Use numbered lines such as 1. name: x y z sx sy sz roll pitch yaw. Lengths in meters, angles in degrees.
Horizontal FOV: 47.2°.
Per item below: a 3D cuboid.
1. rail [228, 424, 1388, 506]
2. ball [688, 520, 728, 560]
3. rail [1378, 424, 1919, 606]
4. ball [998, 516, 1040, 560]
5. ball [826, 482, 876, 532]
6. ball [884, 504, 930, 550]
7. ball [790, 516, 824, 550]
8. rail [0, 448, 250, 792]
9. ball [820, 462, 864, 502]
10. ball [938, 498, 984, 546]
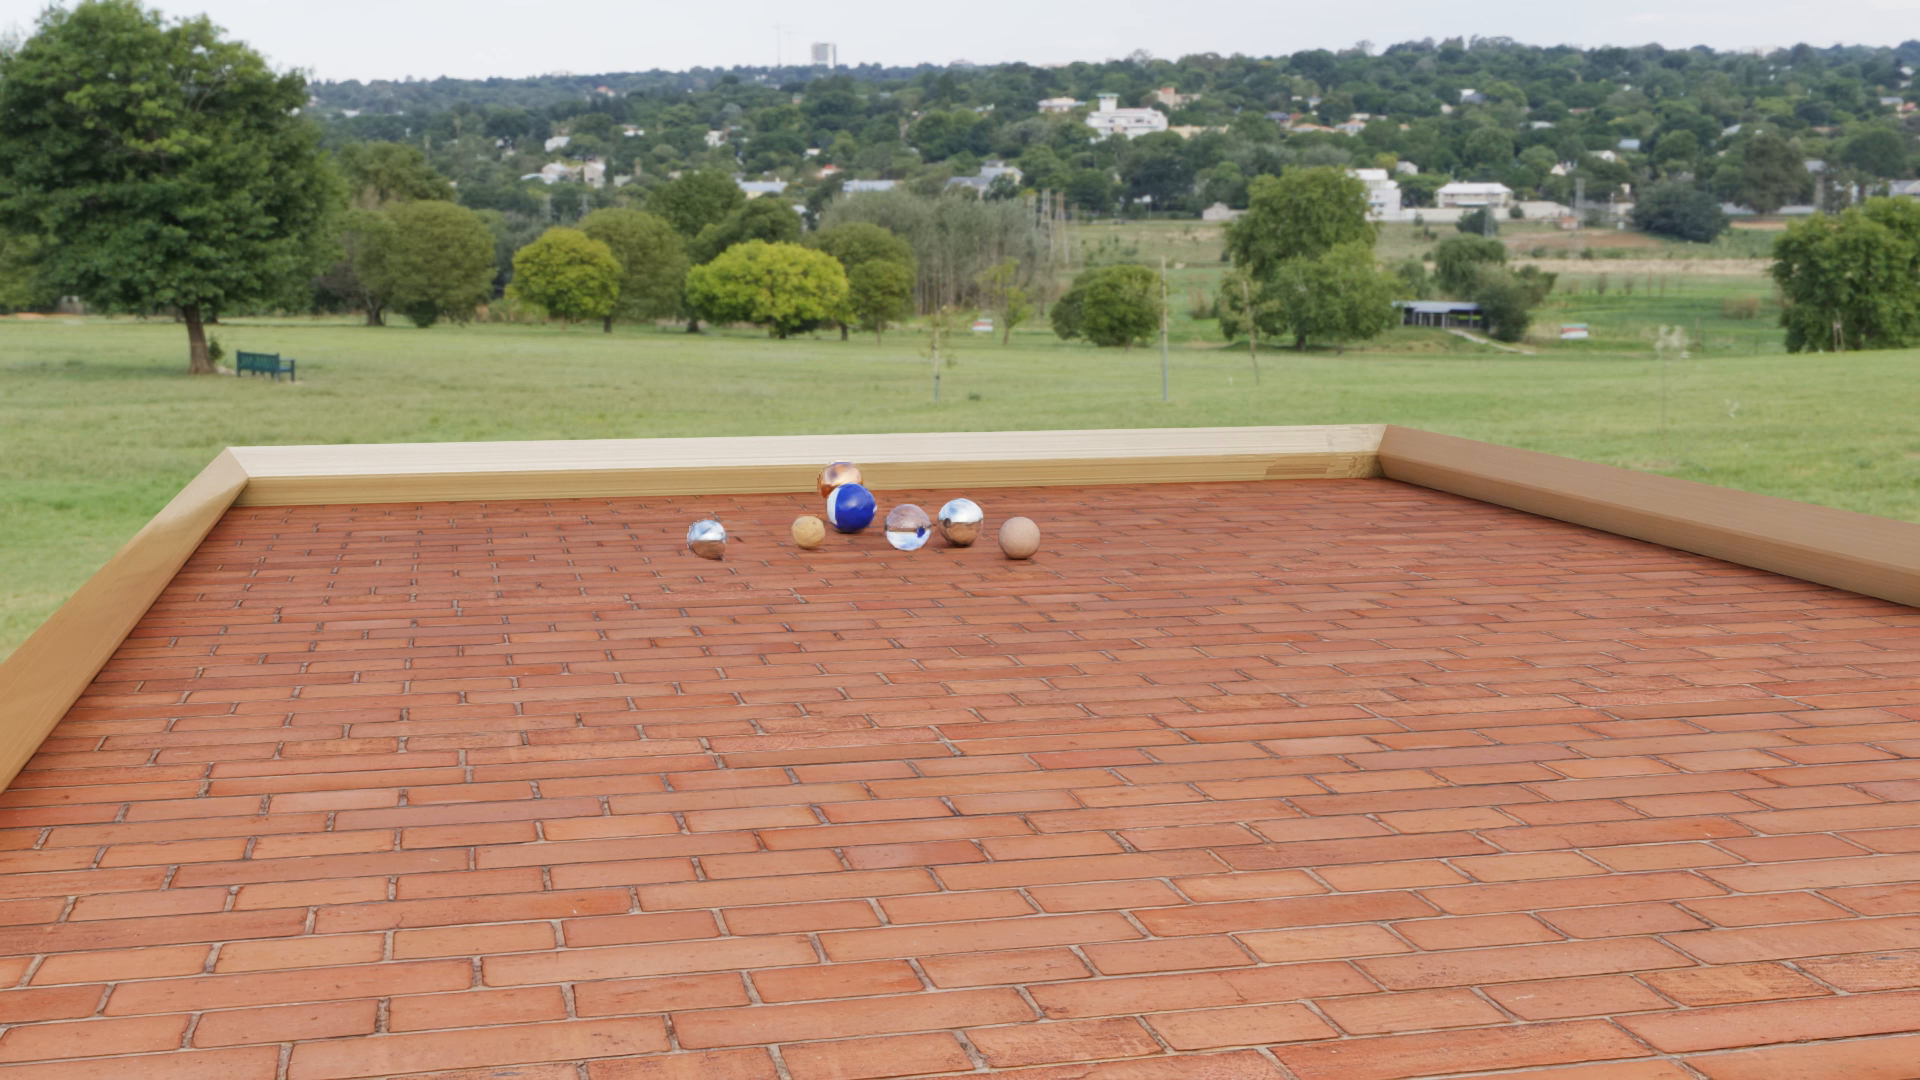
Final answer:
1. rail: -0.245 -0.162 4.675 2.506 0.119 0.045 -2 8 -13
2. ball: -0.422 -0.001 3.687 0.065 0.065 0.065 0 8 0
3. rail: 1.448 0.082 2.864 0.045 0.119 4.380 -2 8 -13
4. ball: 0.099 -0.003 3.681 0.072 0.072 0.072 0 8 0
5. ball: -0.199 -0.059 4.020 0.092 0.092 0.092 0 8 0
6. ball: -0.090 -0.021 3.785 0.079 0.079 0.079 0 8 0
7. ball: -0.263 -0.013 3.805 0.059 0.059 0.059 0 8 0
8. rail: -0.946 0.157 2.306 0.045 0.119 4.380 -2 8 -13
9. ball: -0.238 -0.111 4.414 0.089 0.089 0.089 0 8 0
10. ball: 0.002 -0.031 3.844 0.083 0.083 0.083 0 8 0
